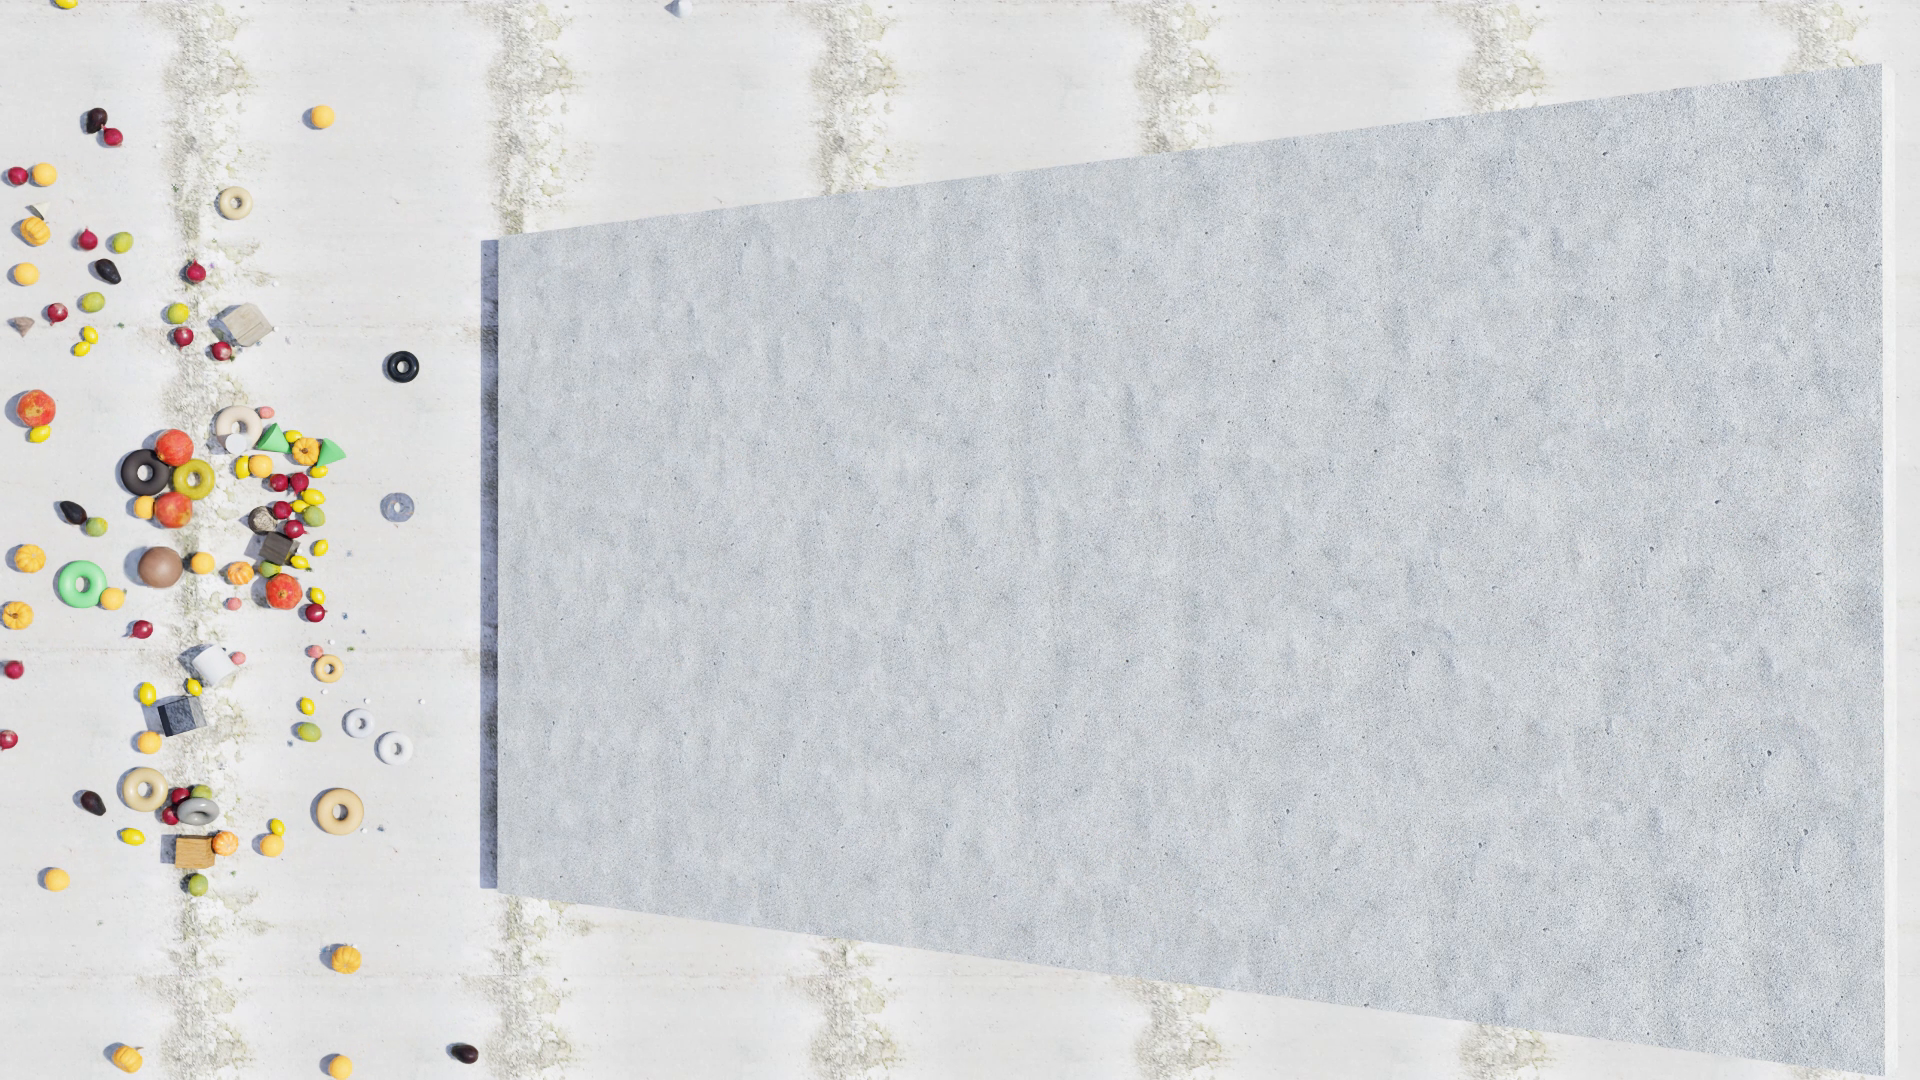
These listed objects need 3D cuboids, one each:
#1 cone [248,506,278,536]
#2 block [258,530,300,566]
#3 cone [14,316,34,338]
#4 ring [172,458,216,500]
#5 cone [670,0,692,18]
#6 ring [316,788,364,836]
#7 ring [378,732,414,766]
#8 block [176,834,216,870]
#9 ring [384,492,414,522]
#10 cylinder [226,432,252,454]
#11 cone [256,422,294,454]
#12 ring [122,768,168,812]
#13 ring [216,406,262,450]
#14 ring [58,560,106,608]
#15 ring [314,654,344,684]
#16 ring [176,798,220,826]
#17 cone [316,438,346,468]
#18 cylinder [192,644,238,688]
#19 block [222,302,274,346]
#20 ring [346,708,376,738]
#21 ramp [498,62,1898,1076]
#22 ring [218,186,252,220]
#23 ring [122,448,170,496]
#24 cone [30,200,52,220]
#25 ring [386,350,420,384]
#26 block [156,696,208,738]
[{"bbox_3d":[-2.149,-0.060,6.734,0.092,0.092,0.092,0,90,0],"label":"cone"},{"bbox_3d":[-2.085,0.026,6.739,0.081,0.081,0.081,25,90,0],"label":"block"},{"bbox_3d":[-2.884,-0.648,6.771,0.060,0.060,0.060,18,116,0],"label":"cone"},{"bbox_3d":[-2.355,-0.186,6.759,0.131,0.044,0.131,0,88,0],"label":"ring"},{"bbox_3d":[-0.860,-1.644,6.758,0.067,0.067,0.067,0,90,0],"label":"cone"},{"bbox_3d":[-1.902,0.834,6.749,0.146,0.049,0.146,0,90,1],"label":"ring"},{"bbox_3d":[-1.733,0.642,6.757,0.106,0.035,0.106,0,91,0],"label":"ring"},{"bbox_3d":[-2.337,0.954,6.727,0.090,0.090,0.090,3,90,0],"label":"block"},{"bbox_3d":[-1.724,-0.100,6.764,0.095,0.032,0.095,0,91,1],"label":"ring"},{"bbox_3d":[-2.197,-0.295,6.704,0.063,0.063,0.063,0,96,-1],"label":"cylinder"},{"bbox_3d":[-2.088,-0.292,6.759,0.099,0.099,0.099,38,90,-26],"label":"cone"},{"bbox_3d":[-2.501,0.767,6.751,0.139,0.046,0.139,0,90,-1],"label":"ring"},{"bbox_3d":[-2.216,-0.342,6.758,0.146,0.049,0.146,0,89,1],"label":"ring"},{"bbox_3d":[-2.695,0.137,6.754,0.149,0.050,0.149,0,90,1],"label":"ring"},{"bbox_3d":[-1.940,0.396,6.762,0.089,0.030,0.089,0,91,-1],"label":"ring"},{"bbox_3d":[-2.328,0.831,6.721,0.126,0.126,0.042,-14,54,0],"label":"ring"},{"bbox_3d":[-1.945,-0.251,6.741,0.088,0.088,0.088,45,95,0],"label":"cone"},{"bbox_3d":[-2.279,0.387,6.727,0.098,0.098,0.098,-39,90,0],"label":"cylinder"},{"bbox_3d":[-2.181,-0.660,6.738,0.093,0.093,0.093,-36,90,0],"label":"block"},{"bbox_3d":[-1.843,0.564,6.760,0.093,0.031,0.093,0,89,1],"label":"ring"},{"bbox_3d":[0.237,0.066,5.558,4.000,0.100,2.000,0,89,36],"label":"ramp"},{"bbox_3d":[-2.229,-1.037,6.770,0.104,0.035,0.104,0,90,-1],"label":"ring"},{"bbox_3d":[-2.503,-0.206,6.756,0.148,0.049,0.148,0,89,-1],"label":"ring"},{"bbox_3d":[-2.821,-1.026,6.773,0.061,0.061,0.061,40,63,0],"label":"cone"},{"bbox_3d":[-1.714,-0.533,6.767,0.101,0.034,0.101,0,88,-1],"label":"ring"},{"bbox_3d":[-2.378,0.540,6.726,0.098,0.098,0.098,-16,90,0],"label":"block"}]
